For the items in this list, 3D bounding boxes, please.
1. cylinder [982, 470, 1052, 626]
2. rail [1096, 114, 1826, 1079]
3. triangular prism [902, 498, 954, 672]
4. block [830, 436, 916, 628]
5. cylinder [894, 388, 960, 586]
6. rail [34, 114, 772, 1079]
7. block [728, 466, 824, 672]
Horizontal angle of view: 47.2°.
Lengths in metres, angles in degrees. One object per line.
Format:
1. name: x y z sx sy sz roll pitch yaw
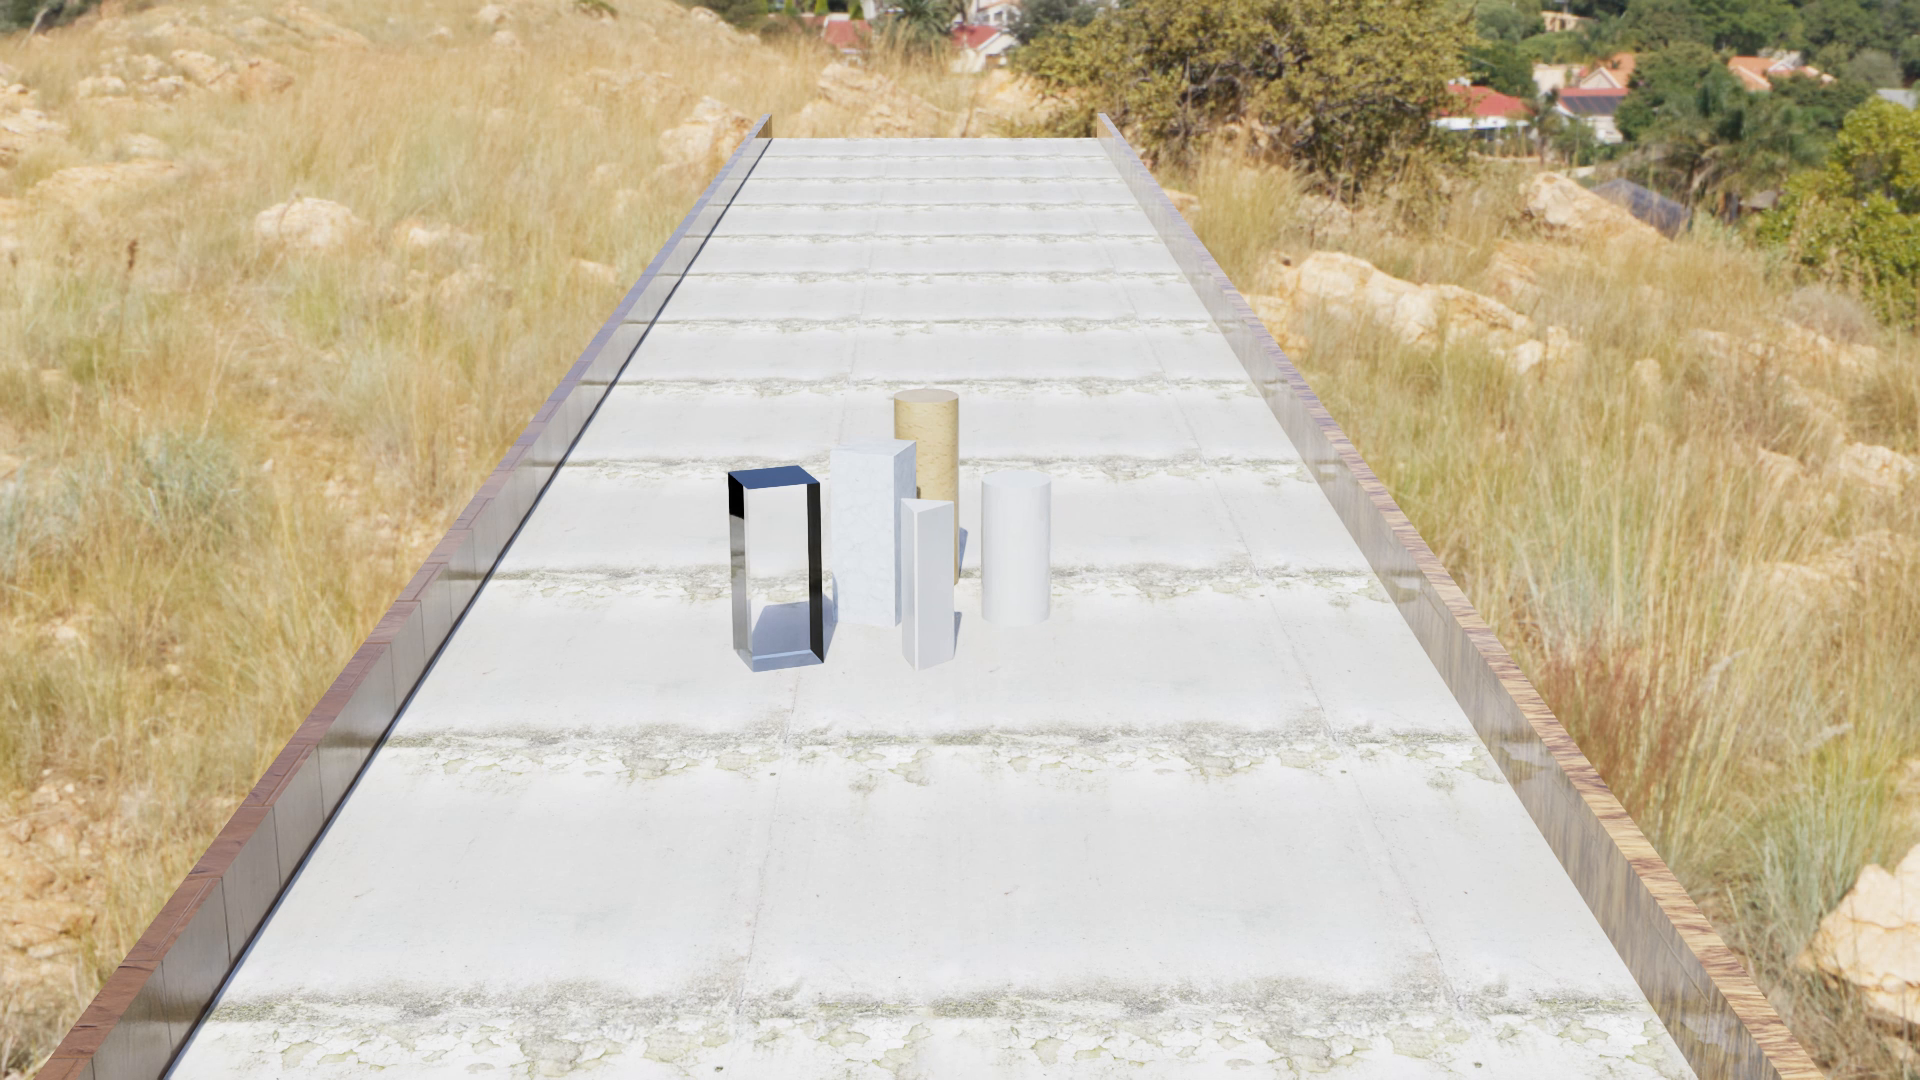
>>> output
1. cylinder: 0.118 0.016 4.647 0.147 0.300 0.147 0 17 0
2. rail: 0.932 -0.844 7.801 0.050 0.150 12.000 0 17 -1
3. triangular prism: -0.082 0.083 4.373 0.092 0.327 0.106 15 22 42
4. block: -0.181 -0.019 4.640 0.140 0.370 0.140 5 17 18
5. cylinder: -0.074 -0.112 4.860 0.144 0.424 0.144 0 17 0
6. rail: -1.118 -0.838 7.780 0.050 0.150 12.000 0 17 -1
7. block: -0.367 0.056 4.382 0.146 0.375 0.146 -6 18 -20
